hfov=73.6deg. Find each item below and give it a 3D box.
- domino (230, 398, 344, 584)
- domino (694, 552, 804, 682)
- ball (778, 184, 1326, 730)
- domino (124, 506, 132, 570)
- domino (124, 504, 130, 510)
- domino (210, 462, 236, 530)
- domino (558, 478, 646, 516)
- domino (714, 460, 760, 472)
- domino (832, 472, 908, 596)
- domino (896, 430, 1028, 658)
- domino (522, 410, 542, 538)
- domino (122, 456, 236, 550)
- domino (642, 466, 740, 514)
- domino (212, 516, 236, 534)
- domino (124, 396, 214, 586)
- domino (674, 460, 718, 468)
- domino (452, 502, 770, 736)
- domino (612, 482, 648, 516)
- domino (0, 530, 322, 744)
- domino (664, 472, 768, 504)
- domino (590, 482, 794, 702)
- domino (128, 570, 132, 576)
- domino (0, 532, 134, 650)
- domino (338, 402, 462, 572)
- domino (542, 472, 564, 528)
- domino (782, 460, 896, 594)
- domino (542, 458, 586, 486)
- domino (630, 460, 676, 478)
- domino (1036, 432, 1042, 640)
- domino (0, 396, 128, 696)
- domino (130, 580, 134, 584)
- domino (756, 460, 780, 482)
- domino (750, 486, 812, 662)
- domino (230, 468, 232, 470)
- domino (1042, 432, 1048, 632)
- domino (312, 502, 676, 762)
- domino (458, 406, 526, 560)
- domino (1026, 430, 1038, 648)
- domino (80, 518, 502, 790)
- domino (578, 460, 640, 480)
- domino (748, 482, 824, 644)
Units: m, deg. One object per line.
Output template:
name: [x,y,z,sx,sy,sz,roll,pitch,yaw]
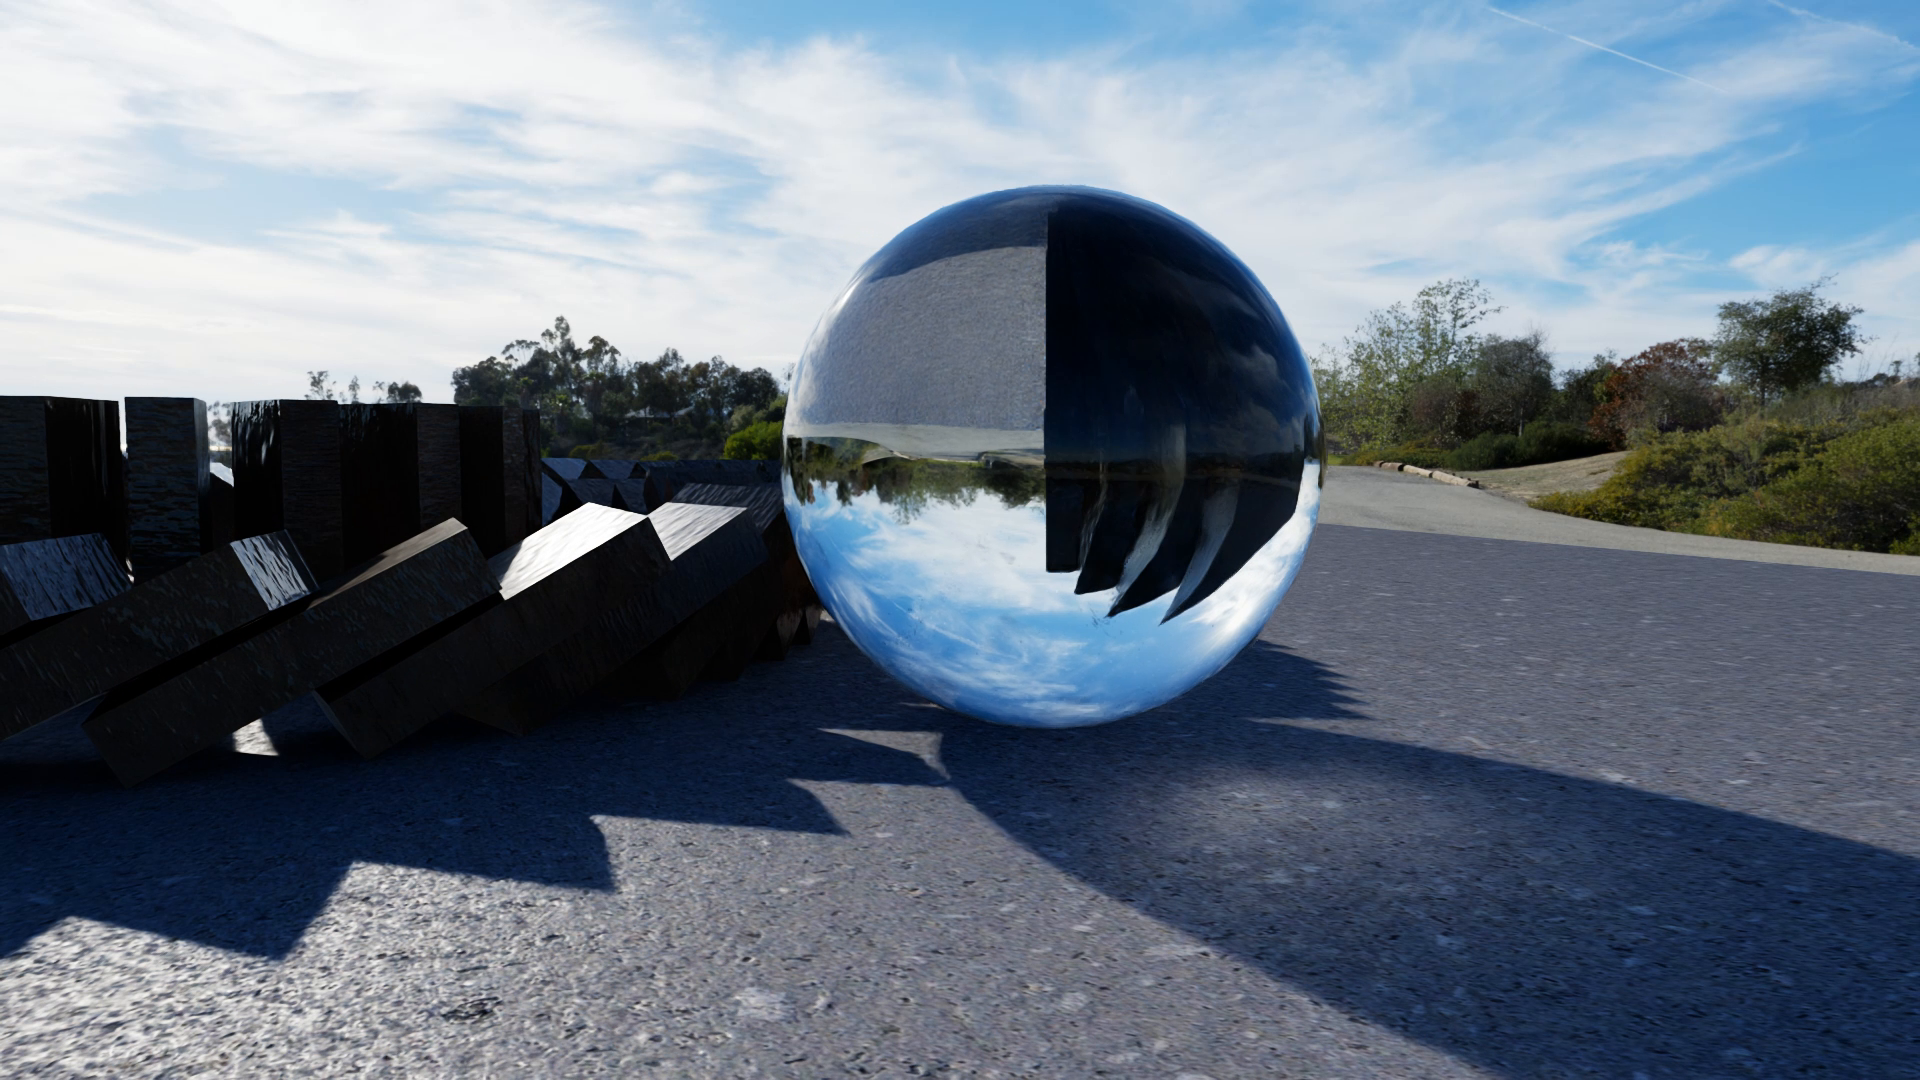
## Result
domino: [-0.120,0.000,0.229,0.025,0.050,0.009,4,6,44]
domino: [-0.046,0.007,0.251,0.025,0.010,0.050,1,34,17]
ball: [0.013,-0.012,0.192,0.080,0.080,0.080,0,4,0]
domino: [-0.221,-0.004,0.334,0.025,0.050,0.009,5,51,47]
domino: [-0.247,-0.004,0.393,0.050,0.010,0.025,35,-15,-30]
domino: [-0.192,-0.003,0.362,0.050,0.010,0.025,37,-8,-17]
domino: [-0.091,-0.001,0.361,0.025,0.009,0.050,-4,34,-40]
domino: [-0.055,-0.006,0.401,0.025,0.009,0.050,-4,42,-48]
domino: [-0.015,-0.002,0.362,0.025,0.009,0.050,-3,37,-35]
domino: [0.001,0.000,0.265,0.025,0.050,0.009,0,-33,4]
domino: [-0.106,-0.004,0.284,0.025,0.050,0.009,-1,4,-18]
domino: [-0.208,-0.004,0.347,0.050,0.009,0.025,45,-21,-28]
domino: [-0.063,-0.001,0.331,0.025,0.010,0.050,0,37,-29]
domino: [-0.232,-0.005,0.406,0.050,0.009,0.025,33,-9,-22]
domino: [-0.134,0.001,0.218,0.010,0.050,0.025,-2,5,-26]
domino: [-0.069,-0.007,0.411,0.050,0.009,0.025,45,28,26]
domino: [-0.058,0.011,0.208,0.025,0.010,0.050,5,34,46]
domino: [-0.074,0.001,0.345,0.025,0.009,0.050,-3,33,-32]
domino: [-0.111,0.015,0.164,0.050,0.009,0.025,-28,10,-10]
domino: [-0.055,0.001,0.313,0.025,0.010,0.050,-2,38,-24]
domino: [-0.050,0.008,0.233,0.025,0.010,0.050,4,37,22]
domino: [-0.261,-0.002,0.376,0.025,0.010,0.050,4,-22,45]
domino: [-0.133,0.015,0.157,0.050,0.009,0.025,-27,7,-5]
domino: [-0.108,-0.001,0.246,0.025,0.050,0.009,2,5,28]
domino: [-0.115,-0.002,0.369,0.050,0.010,0.025,35,18,20]
domino: [-0.030,-0.005,0.380,0.025,0.010,0.050,-1,40,-40]
domino: [-0.119,-0.009,0.431,0.050,0.009,0.025,39,13,13]
domino: [-0.084,-0.007,0.419,0.050,0.010,0.025,42,25,24]
domino: [0.006,-0.002,0.289,0.025,0.050,0.010,0,-33,4]
domino: [-0.150,0.002,0.213,0.010,0.050,0.025,-1,4,-10]
domino: [-0.231,-0.004,0.318,0.025,0.050,0.010,3,43,36]
domino: [-0.041,-0.006,0.391,0.025,0.010,0.050,-3,41,-42]
domino: [-0.044,0.006,0.271,0.025,0.009,0.050,1,34,9]
domino: [-0.216,-0.006,0.415,0.050,0.010,0.025,32,-7,-17]
domino: [0.008,-0.003,0.301,0.025,0.050,0.009,0,-33,3]
domino: [-0.070,0.012,0.192,0.050,0.009,0.025,-35,25,-28]
domino: [-0.103,-0.002,0.262,0.025,0.050,0.010,0,4,5]
domino: [0.004,-0.001,0.277,0.025,0.050,0.010,0,-33,4]
domino: [-0.090,0.014,0.177,0.050,0.010,0.025,-31,17,-20]
domino: [-0.101,-0.008,0.426,0.050,0.010,0.025,40,19,19]
domino: [-0.041,0.004,0.291,0.025,0.009,0.050,1,34,8]
